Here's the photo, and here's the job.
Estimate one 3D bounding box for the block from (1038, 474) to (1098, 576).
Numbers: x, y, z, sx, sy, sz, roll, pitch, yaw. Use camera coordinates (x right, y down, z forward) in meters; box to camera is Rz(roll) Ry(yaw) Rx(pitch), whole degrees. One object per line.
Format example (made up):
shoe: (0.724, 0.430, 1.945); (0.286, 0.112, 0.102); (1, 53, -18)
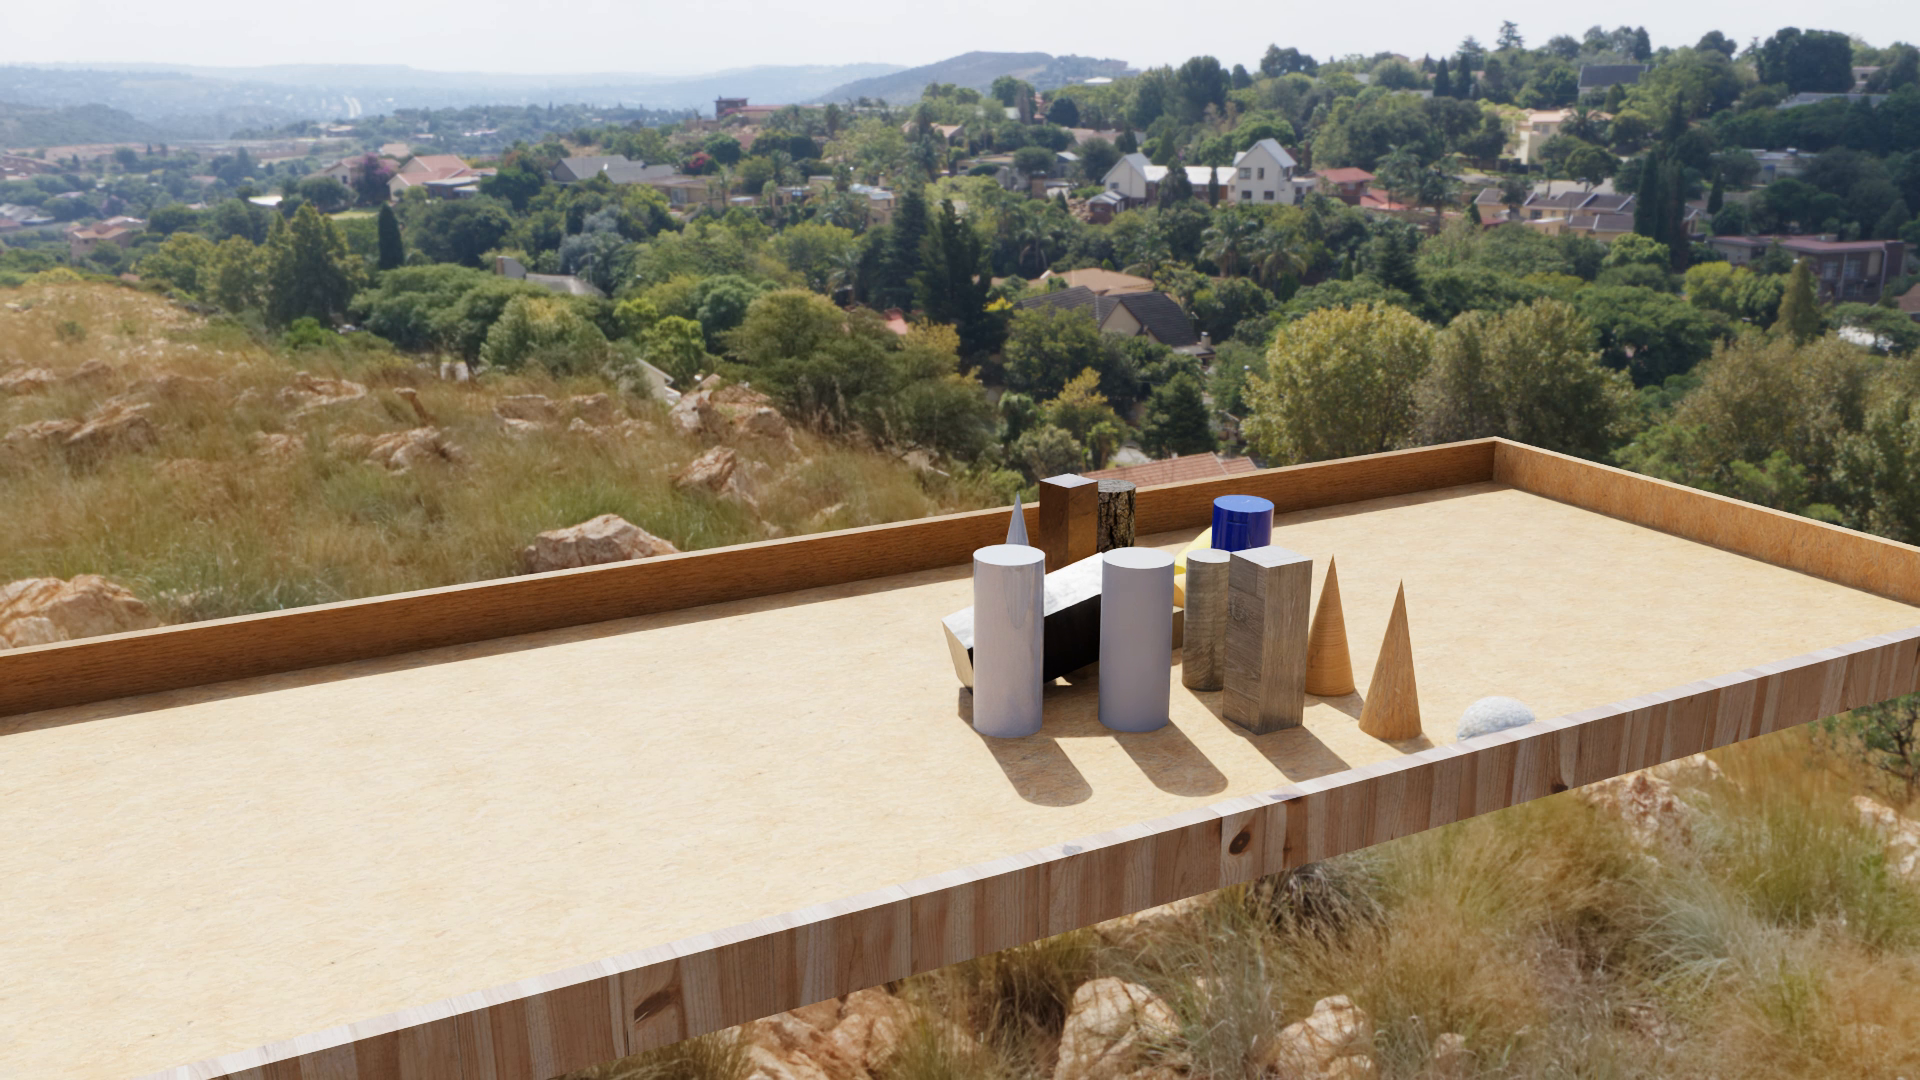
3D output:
block: (0.301, 0.018, 4.617); (0.115, 0.381, 0.115); (-14, 22, -40)

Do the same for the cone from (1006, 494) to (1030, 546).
cone: (0.151, 0.073, 4.348); (0.180, 0.427, 0.180); (0, 16, 0)

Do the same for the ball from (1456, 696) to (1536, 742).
ball: (1.171, 0.428, 3.589); (0.174, 0.174, 0.174); (0, 16, 0)

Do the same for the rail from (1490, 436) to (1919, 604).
rail: (2.466, -0.048, 5.253); (0.050, 0.150, 2.100); (-9, 18, -27)

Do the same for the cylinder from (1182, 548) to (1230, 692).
cylinder: (0.614, 0.199, 4.086); (0.118, 0.335, 0.118); (0, 16, 0)

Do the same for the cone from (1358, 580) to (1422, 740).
cone: (1.006, 0.262, 3.807); (0.145, 0.370, 0.145); (0, 16, 0)

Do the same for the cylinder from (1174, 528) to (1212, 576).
cylinder: (0.704, 0.074, 4.881); (0.125, 0.125, 0.437); (7, 18, 24)

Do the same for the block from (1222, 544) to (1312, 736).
block: (0.715, 0.232, 3.844); (0.133, 0.407, 0.133); (-9, 19, -28)

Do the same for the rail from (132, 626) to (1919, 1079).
rail: (-2.336, 1.006, 1.665); (12.000, 0.150, 0.050); (-9, 18, -27)

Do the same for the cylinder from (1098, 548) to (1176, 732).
cylinder: (0.411, 0.232, 3.857); (0.168, 0.399, 0.168); (0, 16, 0)

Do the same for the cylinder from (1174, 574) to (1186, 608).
cylinder: (0.707, 0.153, 4.545); (0.370, 0.163, 0.163); (-12, 20, -35)

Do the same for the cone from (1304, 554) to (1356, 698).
cone: (0.909, 0.197, 4.066); (0.151, 0.348, 0.151); (0, 16, 0)

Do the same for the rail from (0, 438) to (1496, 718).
rail: (-3.305, 0.497, 3.399); (12.000, 0.150, 0.050); (-9, 18, -27)

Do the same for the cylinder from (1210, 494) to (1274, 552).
cylinder: (0.732, 0.092, 4.334); (0.155, 0.393, 0.155); (1, 18, 0)

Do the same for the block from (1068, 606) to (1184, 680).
block: (0.420, 0.257, 4.296); (0.377, 0.104, 0.104); (-14, 21, -39)

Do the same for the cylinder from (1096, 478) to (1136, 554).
cylinder: (0.436, -0.015, 4.870); (0.157, 0.302, 0.157); (0, 16, 0)

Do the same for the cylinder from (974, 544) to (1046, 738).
cylinder: (0.112, 0.234, 3.820); (0.164, 0.417, 0.164); (0, 16, 0)

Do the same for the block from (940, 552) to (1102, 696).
block: (0.205, 0.220, 4.050); (0.442, 0.176, 0.176); (-22, 28, -13)
